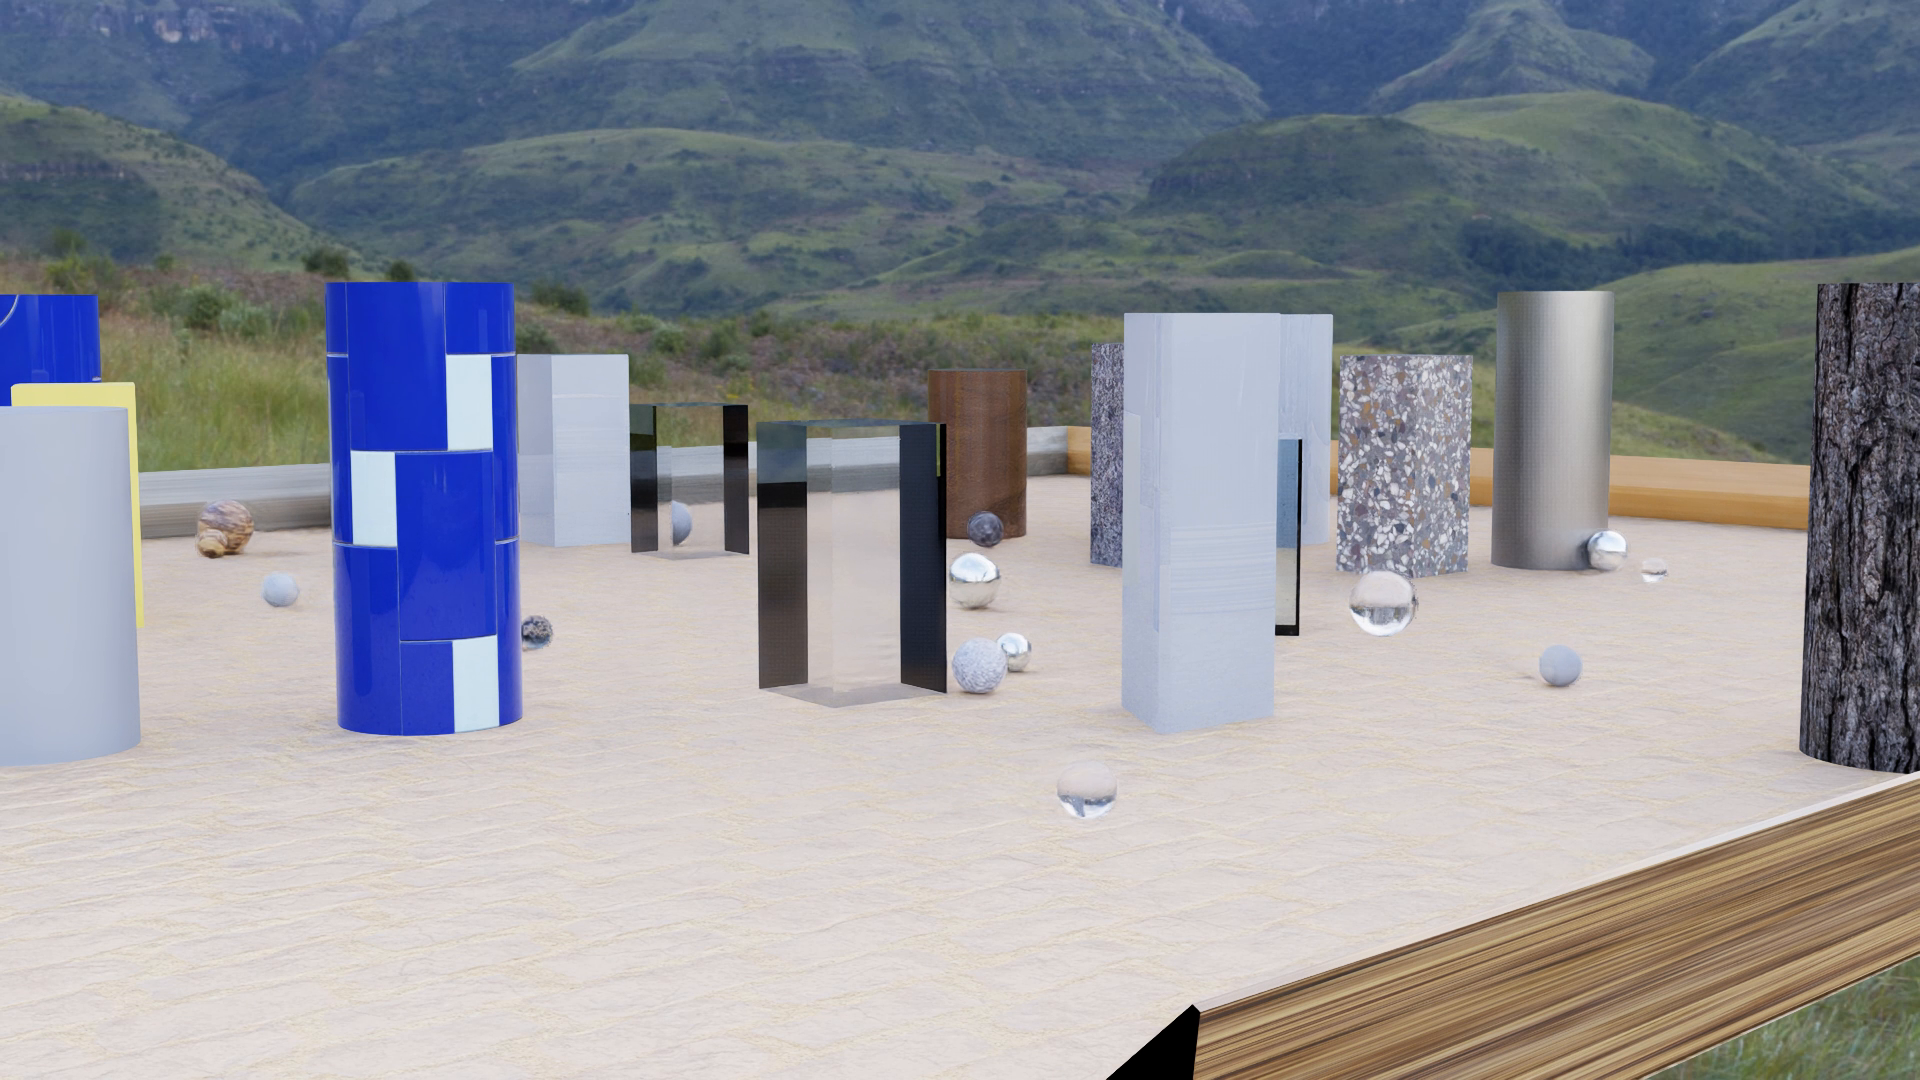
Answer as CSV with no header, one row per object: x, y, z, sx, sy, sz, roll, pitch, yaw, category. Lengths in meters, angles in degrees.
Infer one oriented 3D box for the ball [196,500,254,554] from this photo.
-1.348,-0.024,4.035,0.099,0.099,0.099,0,6,0,ball

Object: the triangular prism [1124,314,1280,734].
0.233,-0.027,2.412,0.172,0.442,0.149,-5,8,-40,triangular prism

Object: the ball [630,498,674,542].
-0.593,-0.038,4.235,0.086,0.086,0.086,0,6,0,ball

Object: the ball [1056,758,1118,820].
0.112,0.219,1.930,0.053,0.053,0.053,0,6,0,ball

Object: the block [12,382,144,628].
-1.253,-0.051,3.129,0.159,0.340,0.159,-2,6,-21,block

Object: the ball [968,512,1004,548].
0.050,-0.018,4.141,0.066,0.066,0.066,0,6,0,ball

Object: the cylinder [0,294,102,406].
-1.465,-0.153,3.490,0.198,0.469,0.198,0,6,0,cylinder

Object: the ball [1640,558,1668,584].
1.138,0.050,3.605,0.041,0.041,0.041,0,6,0,ball

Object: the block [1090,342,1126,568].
0.339,-0.149,3.849,0.159,0.387,0.159,-3,7,-30,block

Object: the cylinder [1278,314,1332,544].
0.619,-0.218,4.264,0.198,0.437,0.198,0,6,0,cylinder

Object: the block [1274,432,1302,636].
0.395,-0.012,3.093,0.159,0.270,0.159,1,6,6,block

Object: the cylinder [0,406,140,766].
-0.944,0.040,2.235,0.198,0.345,0.198,0,6,0,cylinder

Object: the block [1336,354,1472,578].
0.759,-0.131,3.759,0.159,0.369,0.159,-6,8,-43,block

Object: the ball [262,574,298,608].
-1.022,0.076,3.306,0.052,0.052,0.052,0,6,0,ball

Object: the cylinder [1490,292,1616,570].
1.037,-0.195,3.850,0.198,0.477,0.198,0,6,0,cylinder

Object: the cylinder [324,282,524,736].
-0.580,-0.040,2.385,0.198,0.474,0.198,0,6,0,cylinder

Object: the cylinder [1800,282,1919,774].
0.950,-0.018,2.188,0.198,0.471,0.198,0,6,0,cylinder

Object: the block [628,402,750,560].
-0.496,-0.111,4.027,0.159,0.274,0.159,-4,7,-36,block

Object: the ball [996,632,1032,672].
0.064,0.139,2.714,0.050,0.050,0.050,0,6,0,ball

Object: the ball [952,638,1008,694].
0.023,0.146,2.567,0.065,0.065,0.065,0,6,0,ball

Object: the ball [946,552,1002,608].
0.020,0.061,3.294,0.084,0.084,0.084,0,6,0,ball

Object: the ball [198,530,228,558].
-1.347,0.007,3.963,0.053,0.053,0.053,0,6,0,ball

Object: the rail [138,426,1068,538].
-1.199,-0.101,4.625,4.109,0.129,0.045,-5,8,-42,rail

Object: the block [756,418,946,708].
-0.127,0.021,2.565,0.159,0.315,0.159,-4,7,-37,block

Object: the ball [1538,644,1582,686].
0.713,0.149,2.612,0.050,0.050,0.050,0,6,0,ball

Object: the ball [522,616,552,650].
-0.560,0.122,2.901,0.045,0.045,0.045,0,6,0,ball

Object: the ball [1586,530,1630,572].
1.106,0.020,3.754,0.071,0.071,0.071,0,6,0,ball

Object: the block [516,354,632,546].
-0.746,-0.178,4.248,0.159,0.361,0.159,-4,7,-35,block

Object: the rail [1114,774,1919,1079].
1.199,0.168,2.039,4.109,0.129,0.045,-5,8,-42,rail

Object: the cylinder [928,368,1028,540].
0.034,-0.174,4.373,0.198,0.328,0.198,0,6,0,cylinder

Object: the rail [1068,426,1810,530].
1.492,-0.109,4.701,0.045,0.129,3.585,-5,8,-42,rail

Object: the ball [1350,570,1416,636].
0.579,0.087,3.011,0.091,0.091,0.091,0,6,0,ball
